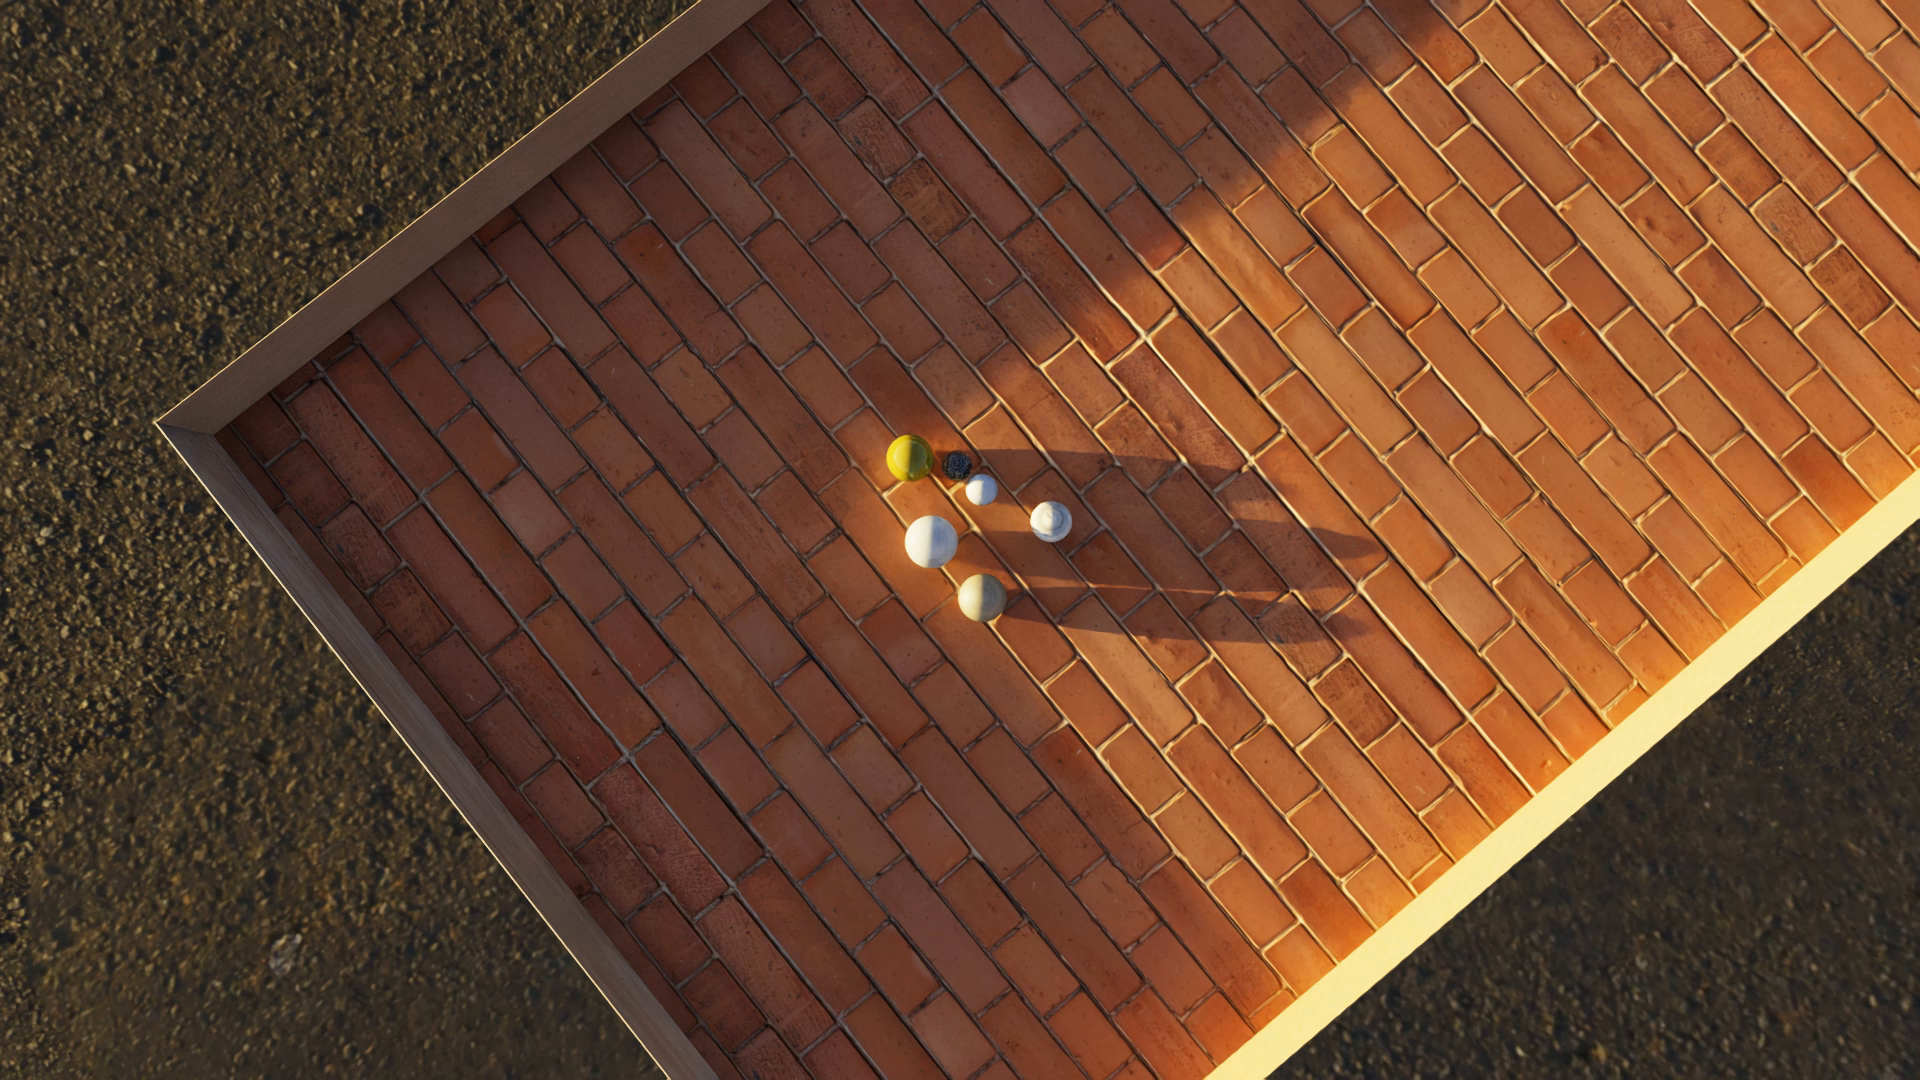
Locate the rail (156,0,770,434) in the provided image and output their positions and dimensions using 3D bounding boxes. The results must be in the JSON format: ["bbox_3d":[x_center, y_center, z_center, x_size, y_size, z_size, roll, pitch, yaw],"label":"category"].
[{"bbox_3d":[0.085,-1.157,3.406,3.221,0.125,0.045,-39,84,-5],"label":"rail"}]

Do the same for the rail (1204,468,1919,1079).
[{"bbox_3d":[1.159,0.135,3.219,3.221,0.125,0.045,-39,84,-5],"label":"rail"}]

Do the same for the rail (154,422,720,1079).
[{"bbox_3d":[-0.604,0.487,3.168,0.045,0.125,1.737,-39,84,-5],"label":"rail"}]

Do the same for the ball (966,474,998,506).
[{"bbox_3d":[0.033,-0.075,3.289,0.048,0.048,0.048,0,82,0],"label":"ball"}]

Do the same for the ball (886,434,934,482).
[{"bbox_3d":[-0.074,-0.122,3.285,0.071,0.071,0.071,0,82,0],"label":"ball"}]

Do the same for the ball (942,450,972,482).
[{"bbox_3d":[-0.004,-0.111,3.296,0.046,0.046,0.046,0,82,0],"label":"ball"}]

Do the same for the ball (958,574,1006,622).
[{"bbox_3d":[0.033,0.086,3.254,0.072,0.072,0.072,0,82,0],"label":"ball"}]

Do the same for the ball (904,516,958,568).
[{"bbox_3d":[-0.042,0.003,3.262,0.079,0.079,0.079,0,82,0],"label":"ball"}]

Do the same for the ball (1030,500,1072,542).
[{"bbox_3d":[0.136,-0.027,3.276,0.062,0.062,0.062,0,82,0],"label":"ball"}]
